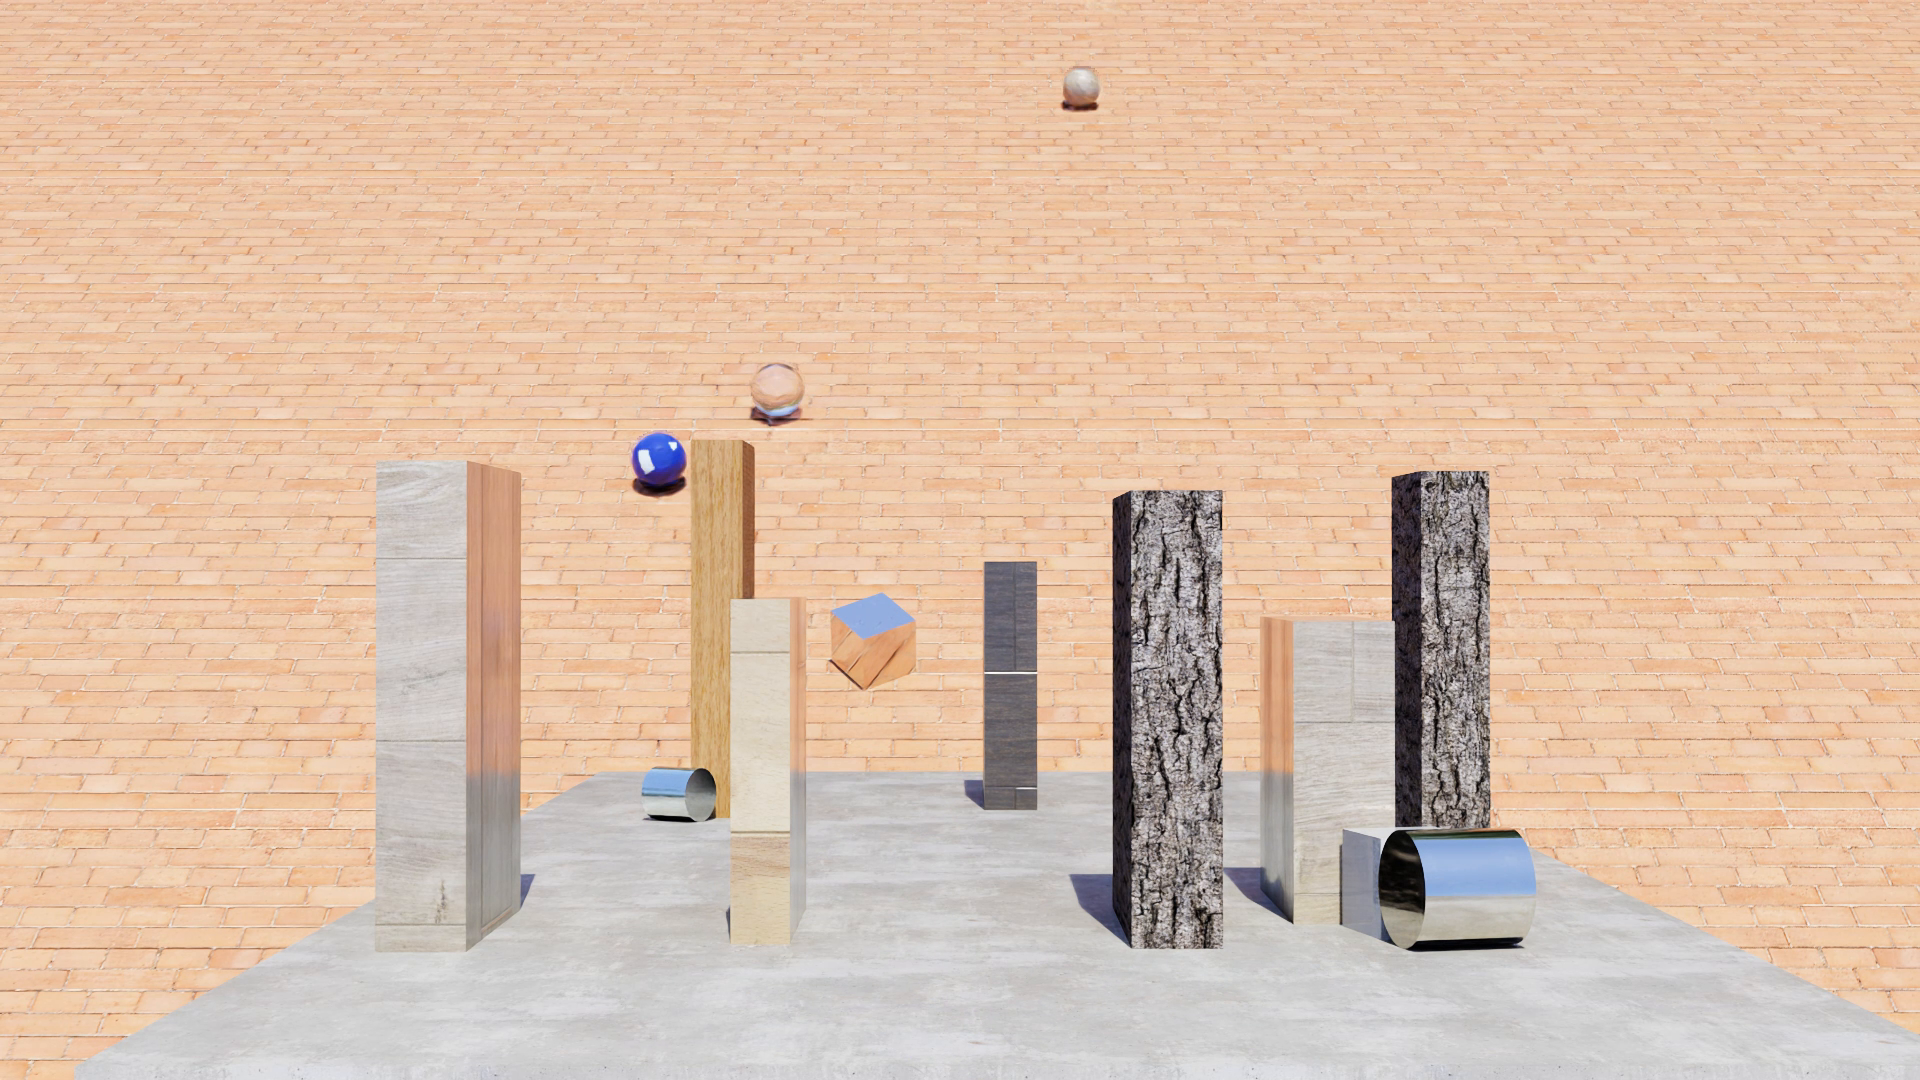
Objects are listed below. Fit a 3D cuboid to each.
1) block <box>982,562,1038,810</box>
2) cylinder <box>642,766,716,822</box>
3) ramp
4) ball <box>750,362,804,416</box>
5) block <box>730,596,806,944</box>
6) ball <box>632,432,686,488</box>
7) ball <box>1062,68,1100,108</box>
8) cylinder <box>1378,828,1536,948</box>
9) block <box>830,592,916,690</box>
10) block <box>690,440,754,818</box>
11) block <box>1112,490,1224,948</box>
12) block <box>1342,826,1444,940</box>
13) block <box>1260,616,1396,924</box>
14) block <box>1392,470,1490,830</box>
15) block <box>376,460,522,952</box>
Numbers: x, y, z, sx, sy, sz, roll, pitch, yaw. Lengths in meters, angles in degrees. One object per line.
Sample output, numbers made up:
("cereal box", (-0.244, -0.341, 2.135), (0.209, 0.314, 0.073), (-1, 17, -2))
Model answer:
("block", (0.110, 0.319, 5.842), (0.115, 0.540, 0.439), (0, -1, 0))
("cylinder", (-0.585, 0.528, 5.392), (0.111, 0.111, 0.111), (0, 28, 30))
("ramp", (0.071, 0.625, 4.715), (2.000, 0.100, 4.000), (0, -1, 0))
("ball", (-0.596, -0.491, 8.460), (0.176, 0.176, 0.176), (0, 32, 0))
("block", (-0.278, 0.325, 3.796), (0.082, 0.480, 0.385), (0, -1, 0))
("ball", (-0.938, -0.248, 8.074), (0.173, 0.173, 0.173), (0, 32, 0))
("ball", (0.500, -1.863, 10.680), (0.161, 0.161, 0.161), (0, 32, 0))
("cylinder", (0.686, 0.480, 3.584), (0.162, 0.162, 0.162), (0, 31, -14))
("block", (-0.241, 0.282, 7.221), (0.172, 0.172, 0.172), (-19, 37, -28))
("block", (-0.512, 0.189, 5.615), (0.108, 0.795, 0.332), (0, -1, 0))
("block", (0.298, 0.249, 3.780), (0.126, 0.630, 0.439), (0, -1, 0))
("block", (0.644, 0.492, 3.731), (0.142, 0.142, 0.142), (0, -1, -14))
("block", (0.564, 0.344, 4.015), (0.149, 0.445, 0.422), (0, -1, 0))
("block", (0.829, 0.229, 4.480), (0.115, 0.686, 0.298), (0, -1, 0))
("block", (-0.735, 0.229, 3.752), (0.123, 0.670, 0.441), (0, -1, 0))
